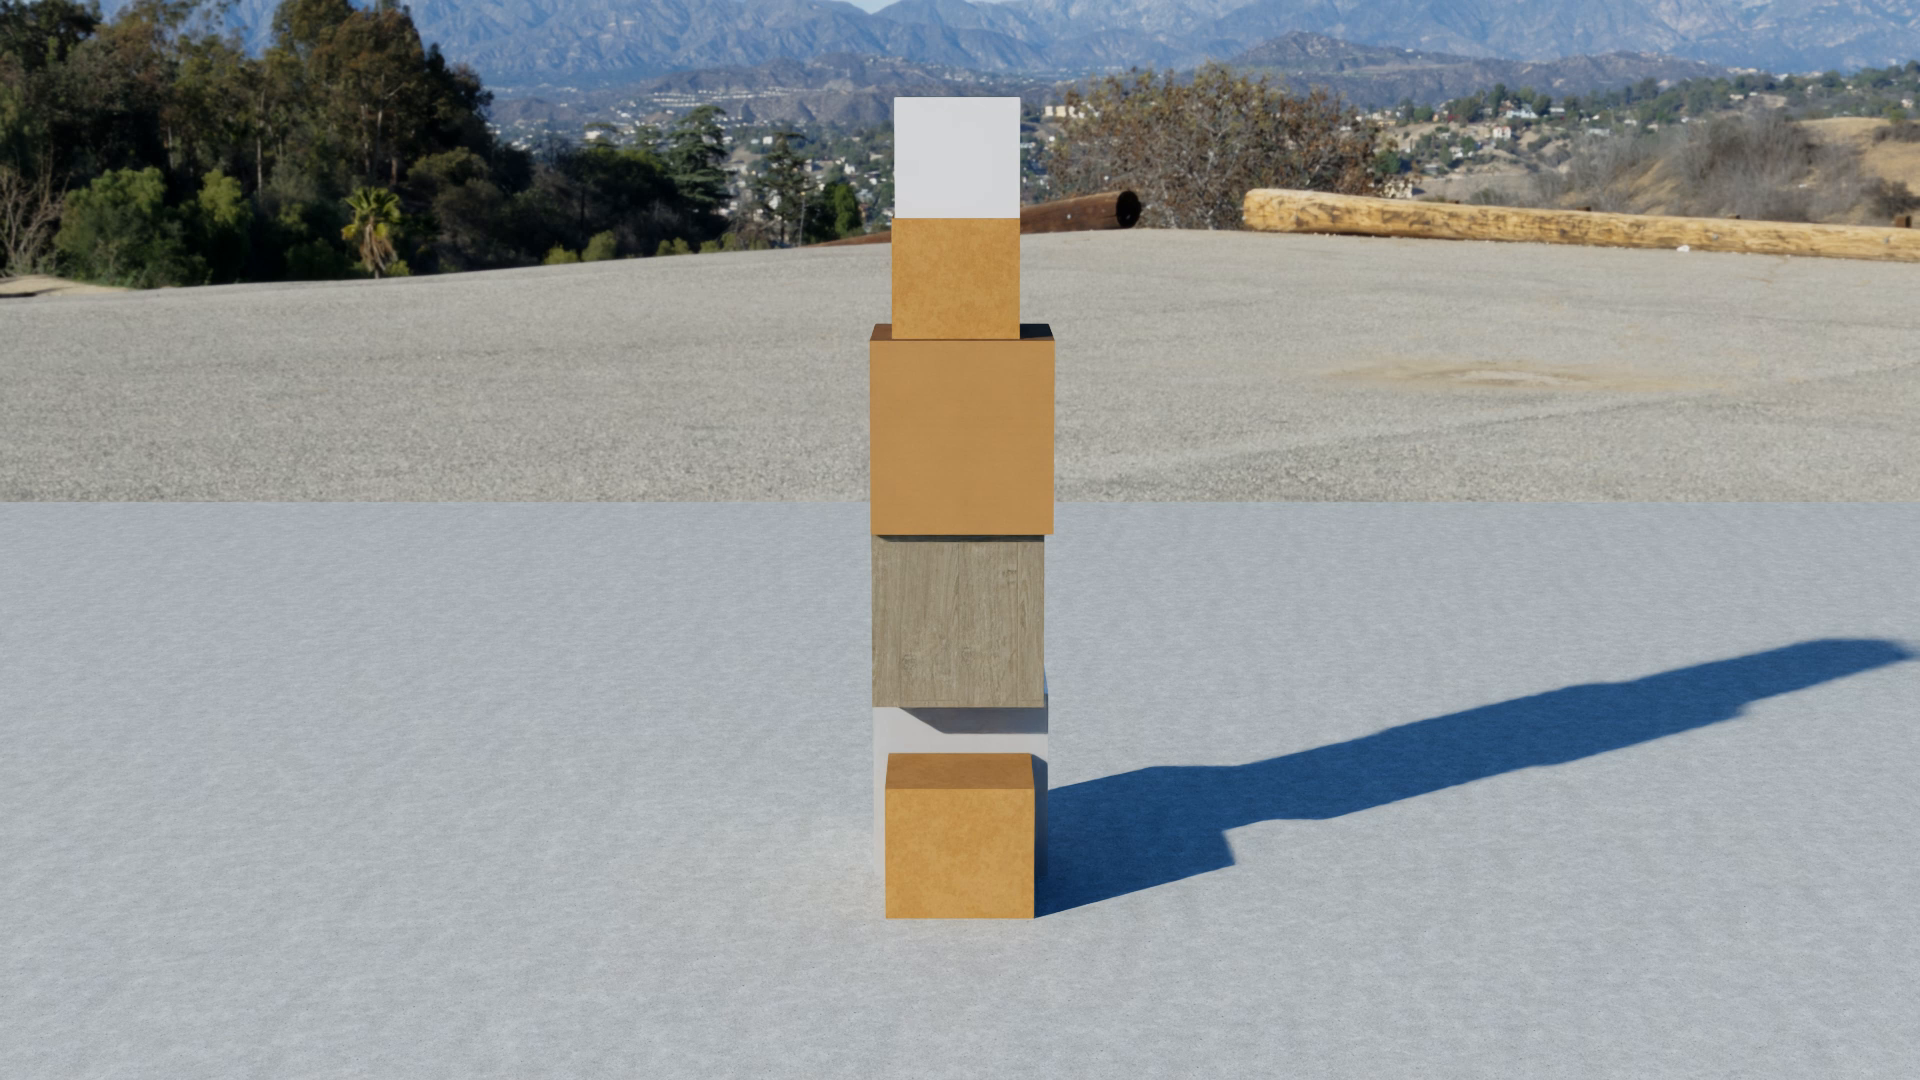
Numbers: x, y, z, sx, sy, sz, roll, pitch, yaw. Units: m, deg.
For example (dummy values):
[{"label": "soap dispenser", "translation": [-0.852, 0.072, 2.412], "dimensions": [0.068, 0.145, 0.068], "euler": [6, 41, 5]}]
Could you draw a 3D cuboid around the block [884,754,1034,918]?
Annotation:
[{"label": "block", "translation": [-0.001, 1.265, 11.032], "dimensions": [0.625, 0.564, 0.577], "euler": [0, 10, 0]}]

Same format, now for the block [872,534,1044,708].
[{"label": "block", "translation": [-0.009, 0.284, 11.232], "dimensions": [0.734, 0.761, 0.641], "euler": [0, 10, 0]}]

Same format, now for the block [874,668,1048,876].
[{"label": "block", "translation": [0.004, 1.015, 11.663], "dimensions": [0.767, 0.831, 0.734], "euler": [0, 10, 0]}]

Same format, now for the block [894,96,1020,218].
[{"label": "block", "translation": [-0.011, -1.629, 10.884], "dimensions": [0.519, 0.495, 0.519], "euler": [0, 10, 0]}]

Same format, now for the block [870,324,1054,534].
[{"label": "block", "translation": [0.009, -0.492, 11.091], "dimensions": [0.769, 0.816, 0.758], "euler": [0, 10, 0]}]

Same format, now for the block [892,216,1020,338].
[{"label": "block", "translation": [-0.018, -1.140, 10.973], "dimensions": [0.534, 0.500, 0.585], "euler": [0, 10, 0]}]
